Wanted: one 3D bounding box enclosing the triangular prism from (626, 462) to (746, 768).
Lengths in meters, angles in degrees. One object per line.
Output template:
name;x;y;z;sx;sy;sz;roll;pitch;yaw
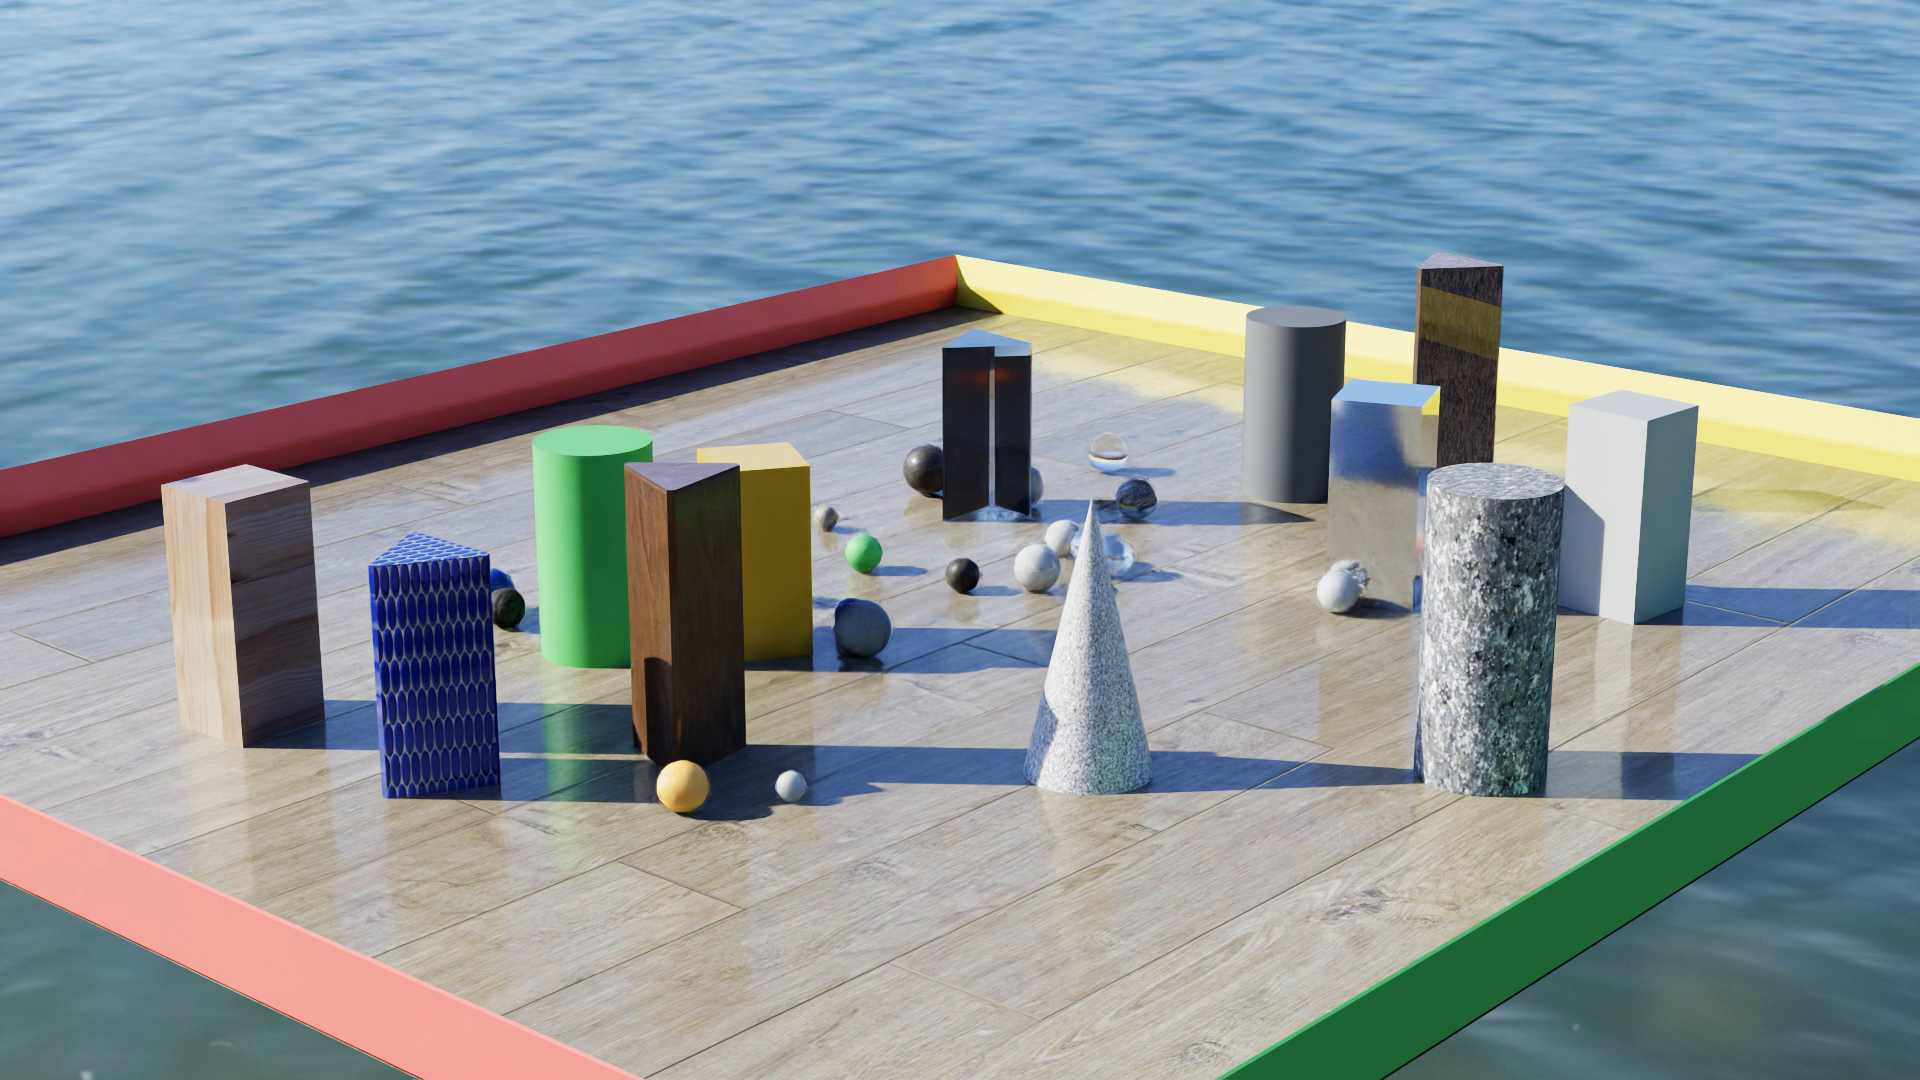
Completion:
triangular prism;-0.429;0.108;4.326;0.145;0.440;0.168;10;19;30

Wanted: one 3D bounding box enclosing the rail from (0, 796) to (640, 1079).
rail;-1.161;0.418;3.840;3.144;0.126;0.045;14;22;39

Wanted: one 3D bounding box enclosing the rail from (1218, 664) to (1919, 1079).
rail;1.169;0.325;4.149;0.045;0.126;3.589;14;22;39

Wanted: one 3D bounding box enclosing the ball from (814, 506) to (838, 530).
ball;-0.252;-0.042;5.504;0.047;0.047;0.047;0;17;0

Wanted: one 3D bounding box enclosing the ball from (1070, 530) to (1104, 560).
ball;0.234;0.013;5.282;0.069;0.069;0.069;0;17;0

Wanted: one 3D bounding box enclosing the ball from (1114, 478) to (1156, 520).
ball;0.333;-0.078;5.566;0.079;0.079;0.079;0;17;0

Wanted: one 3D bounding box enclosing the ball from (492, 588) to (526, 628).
ball;-0.767;0.114;4.951;0.068;0.068;0.068;0;17;0

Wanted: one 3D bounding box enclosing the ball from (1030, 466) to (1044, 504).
ball;0.122;-0.106;5.658;0.080;0.080;0.080;0;17;0

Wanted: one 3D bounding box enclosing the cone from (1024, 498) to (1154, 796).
cone;0.189;0.138;4.257;0.194;0.422;0.194;0;17;0

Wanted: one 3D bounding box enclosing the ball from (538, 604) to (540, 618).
ball;-0.679;0.119;4.938;0.065;0.065;0.065;0;17;0

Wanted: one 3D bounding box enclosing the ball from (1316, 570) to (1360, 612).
ball;0.648;0.089;5.026;0.072;0.072;0.072;0;17;0

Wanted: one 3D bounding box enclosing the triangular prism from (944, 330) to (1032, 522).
triangular prism;0.039;-0.222;5.596;0.168;0.338;0.145;-3;17;-10

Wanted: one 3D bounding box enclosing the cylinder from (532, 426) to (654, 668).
cylinder;-0.595;0.010;4.796;0.194;0.357;0.194;0;17;0

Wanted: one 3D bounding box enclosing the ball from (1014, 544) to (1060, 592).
ball;0.136;0.048;5.142;0.083;0.083;0.083;0;17;0

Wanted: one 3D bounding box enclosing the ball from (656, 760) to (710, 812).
ball;-0.393;0.350;4.158;0.074;0.074;0.074;0;17;0

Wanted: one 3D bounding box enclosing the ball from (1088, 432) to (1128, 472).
ball;0.296;-0.175;5.887;0.080;0.080;0.080;0;17;0

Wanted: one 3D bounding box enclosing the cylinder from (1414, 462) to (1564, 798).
cylinder;0.764;0.129;4.247;0.194;0.446;0.194;0;17;0

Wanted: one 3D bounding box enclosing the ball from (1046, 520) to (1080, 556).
ball;0.190;-0.004;5.342;0.067;0.067;0.067;0;17;0

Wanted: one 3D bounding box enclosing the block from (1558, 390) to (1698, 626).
block;1.143;-0.058;5.021;0.155;0.357;0.155;-16;23;-42

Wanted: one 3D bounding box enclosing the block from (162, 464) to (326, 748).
block;-1.088;0.098;4.457;0.155;0.383;0.155;14;21;38

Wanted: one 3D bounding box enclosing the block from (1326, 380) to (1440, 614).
block;0.730;-0.077;5.071;0.155;0.365;0.155;6;18;19

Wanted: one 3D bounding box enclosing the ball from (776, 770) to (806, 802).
ball;-0.242;0.352;4.202;0.044;0.044;0.044;0;17;0

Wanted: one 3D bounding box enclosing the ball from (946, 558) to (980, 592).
ball;0.005;0.060;5.140;0.061;0.061;0.061;0;17;0

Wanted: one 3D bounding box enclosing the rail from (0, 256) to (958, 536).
rail;-1.169;-0.262;6.092;0.045;0.126;3.589;14;22;39

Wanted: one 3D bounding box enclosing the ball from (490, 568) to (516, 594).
ball;-0.800;0.088;5.015;0.080;0.080;0.080;0;17;0

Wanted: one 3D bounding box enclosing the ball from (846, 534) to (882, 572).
ball;-0.172;0.023;5.253;0.067;0.067;0.067;0;17;0

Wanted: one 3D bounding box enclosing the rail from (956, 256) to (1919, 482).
rail;1.161;-0.355;6.400;3.144;0.126;0.045;14;22;39

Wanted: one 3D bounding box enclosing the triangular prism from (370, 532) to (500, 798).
triangular prism;-0.772;0.176;4.258;0.168;0.349;0.145;-6;18;-18

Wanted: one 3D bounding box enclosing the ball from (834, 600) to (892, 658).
ball;-0.159;0.145;4.801;0.094;0.094;0.094;0;17;0

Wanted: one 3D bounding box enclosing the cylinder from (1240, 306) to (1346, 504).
cylinder;0.650;-0.265;5.721;0.194;0.349;0.194;0;17;0

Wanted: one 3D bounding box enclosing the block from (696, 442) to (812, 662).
block;-0.338;0.019;4.825;0.155;0.322;0.155;-5;17;-15

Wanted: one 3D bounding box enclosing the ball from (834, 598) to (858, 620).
ball;-0.183;0.125;4.930;0.058;0.058;0.058;0;17;0

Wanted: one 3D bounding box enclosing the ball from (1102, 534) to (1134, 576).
ball;0.273;0.028;5.222;0.076;0.076;0.076;0;17;0

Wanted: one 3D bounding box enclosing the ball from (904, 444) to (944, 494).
ball;-0.063;-0.138;5.736;0.097;0.097;0.097;0;17;0

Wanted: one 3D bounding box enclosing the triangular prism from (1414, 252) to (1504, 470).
triangular prism;0.935;-0.312;5.670;0.168;0.468;0.145;-3;17;-9
